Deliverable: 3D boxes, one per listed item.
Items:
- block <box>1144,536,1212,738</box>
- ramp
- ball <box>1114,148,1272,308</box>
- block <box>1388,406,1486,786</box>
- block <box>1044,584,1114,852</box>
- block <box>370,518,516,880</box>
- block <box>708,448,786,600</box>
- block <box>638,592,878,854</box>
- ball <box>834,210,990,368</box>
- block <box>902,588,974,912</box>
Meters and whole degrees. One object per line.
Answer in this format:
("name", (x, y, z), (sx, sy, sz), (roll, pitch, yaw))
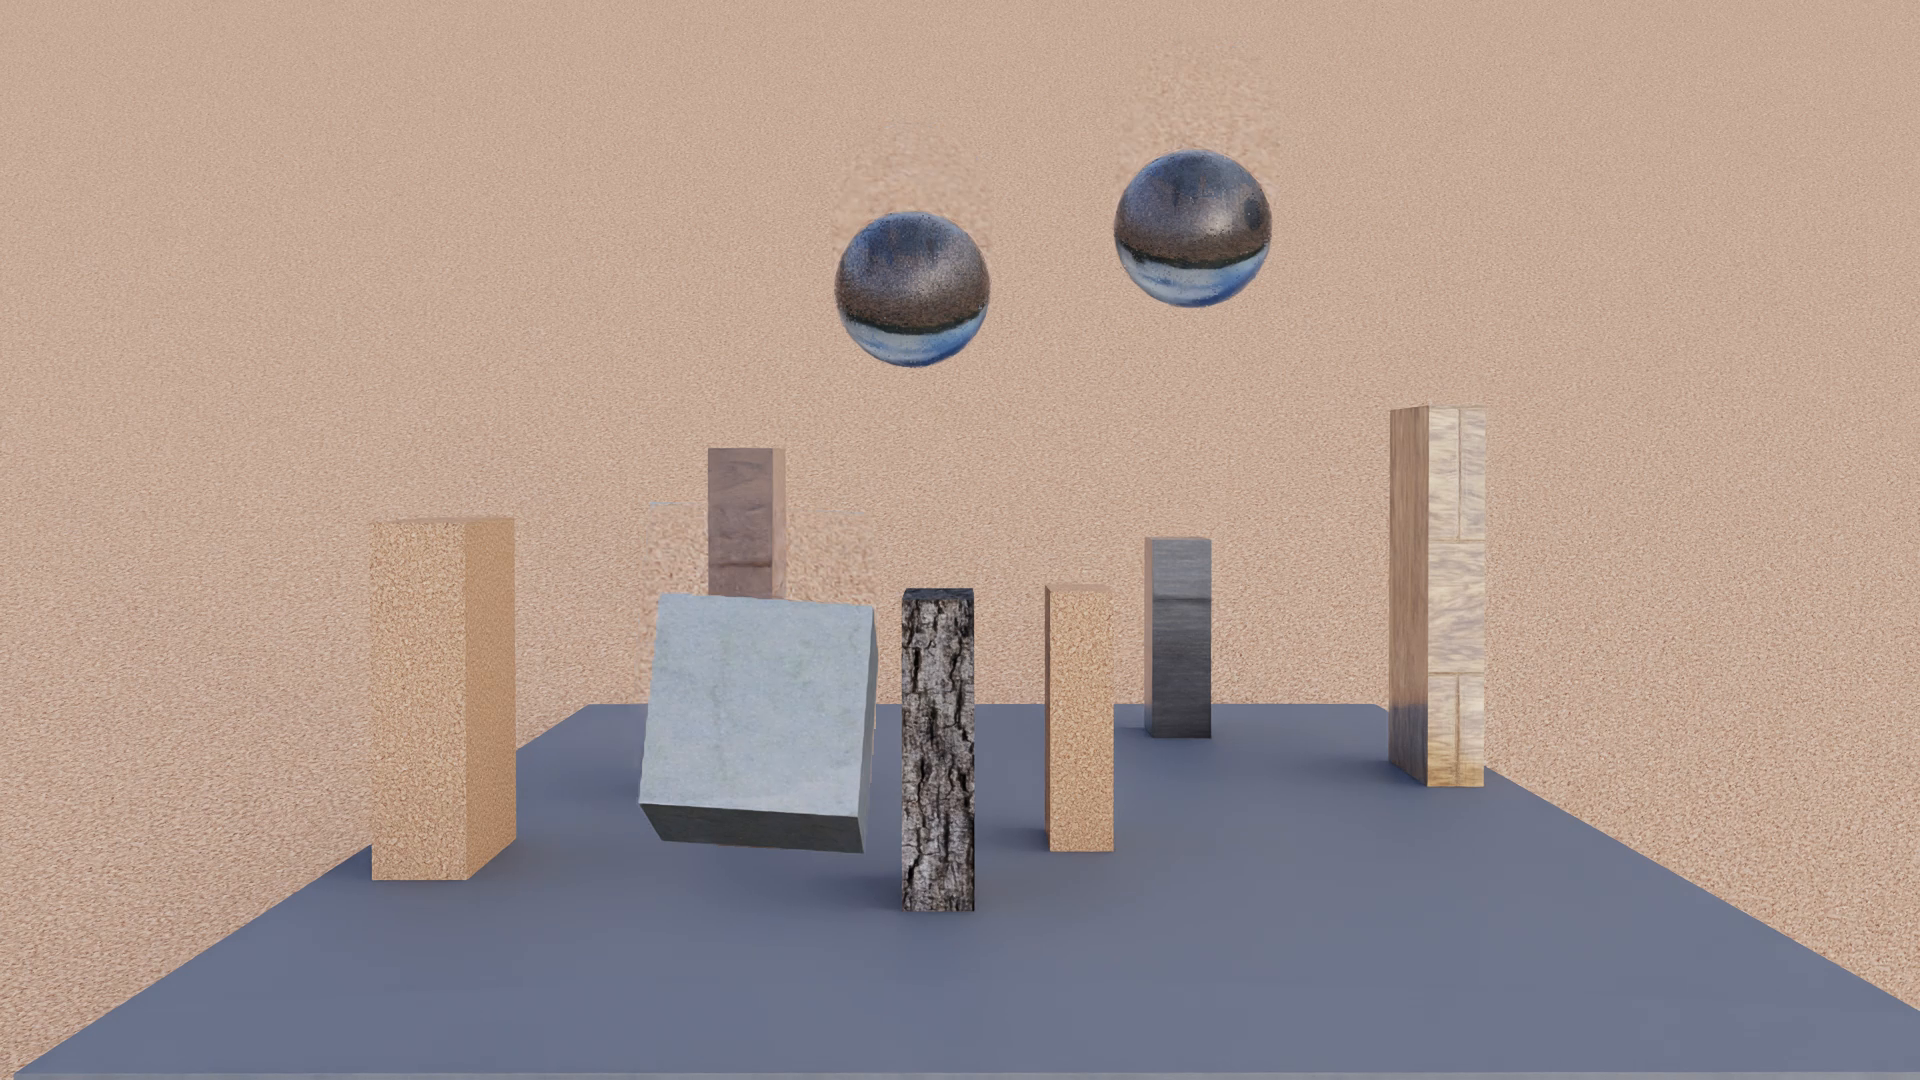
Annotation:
("block", (0.492, 0.216, 5.843), (0.131, 0.441, 0.244), (0, 2, 0))
("ramp", (0.058, 0.523, 4.561), (2.000, 0.100, 4.000), (0, 2, 0))
("ball", (0.210, -0.281, 2.330), (0.143, 0.143, 0.143), (0, 25, 0))
("block", (0.933, 0.099, 5.064), (0.105, 0.718, 0.439), (0, 2, 0))
("block", (0.190, 0.280, 4.154), (0.099, 0.408, 0.245), (0, 2, 0))
("block", (-0.789, 0.230, 3.965), (0.138, 0.521, 0.423), (0, 2, 0))
("block", (-0.393, 0.148, 4.795), (0.116, 0.636, 0.350), (0, 2, 0))
("block", (-0.187, 0.178, 2.462), (0.199, 0.199, 0.199), (4, -16, 1))
("ball", (-0.051, -0.269, 2.762), (0.168, 0.168, 0.168), (0, 25, 0))
("block", (-0.030, 0.287, 3.652), (0.099, 0.423, 0.329), (0, 2, 0))
